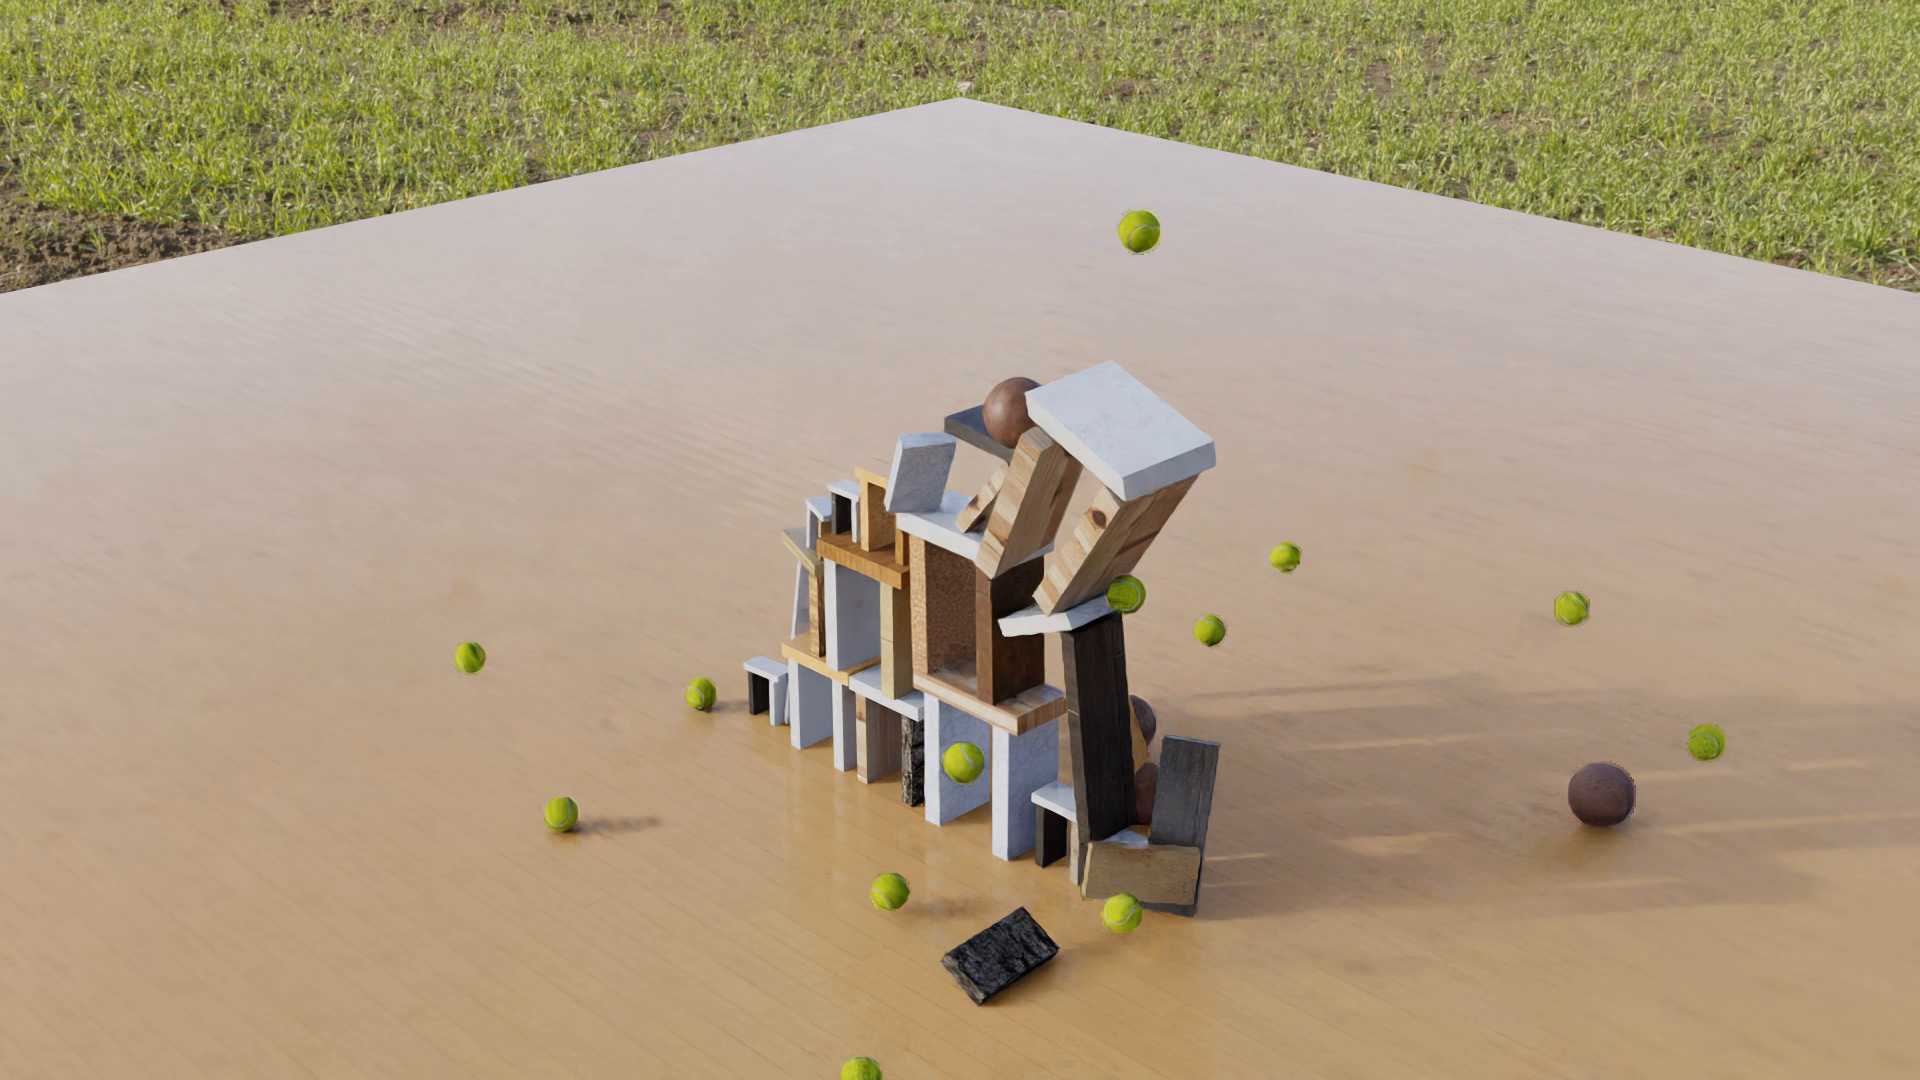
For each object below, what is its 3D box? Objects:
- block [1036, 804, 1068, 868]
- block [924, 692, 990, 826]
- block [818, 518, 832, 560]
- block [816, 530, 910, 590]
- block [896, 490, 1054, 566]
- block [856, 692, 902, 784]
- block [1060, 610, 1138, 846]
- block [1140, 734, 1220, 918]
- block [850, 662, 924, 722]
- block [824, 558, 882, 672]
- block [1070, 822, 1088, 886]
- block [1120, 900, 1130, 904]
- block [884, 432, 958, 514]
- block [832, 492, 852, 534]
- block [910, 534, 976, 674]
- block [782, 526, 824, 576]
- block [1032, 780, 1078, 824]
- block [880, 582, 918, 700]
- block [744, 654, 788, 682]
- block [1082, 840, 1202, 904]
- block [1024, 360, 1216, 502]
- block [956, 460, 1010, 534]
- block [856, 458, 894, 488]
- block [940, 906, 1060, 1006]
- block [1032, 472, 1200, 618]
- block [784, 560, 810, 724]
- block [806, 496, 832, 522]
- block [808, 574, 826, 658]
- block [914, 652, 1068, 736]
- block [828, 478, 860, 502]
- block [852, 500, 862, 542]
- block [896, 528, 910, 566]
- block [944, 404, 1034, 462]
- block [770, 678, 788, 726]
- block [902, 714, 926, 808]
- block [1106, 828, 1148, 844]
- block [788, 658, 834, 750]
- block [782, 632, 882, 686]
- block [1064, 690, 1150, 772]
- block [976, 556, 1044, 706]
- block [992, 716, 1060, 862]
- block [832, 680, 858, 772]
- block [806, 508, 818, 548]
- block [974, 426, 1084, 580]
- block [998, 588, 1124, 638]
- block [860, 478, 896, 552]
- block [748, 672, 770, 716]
[{"bbox_3d":[0.178,0.562,4.264,0.019,0.135,0.067,21,31,41],"label":"block"},{"bbox_3d":[-0.005,0.417,4.413,0.041,0.286,0.143,21,31,41],"label":"block"},{"bbox_3d":[-0.267,-0.004,4.513,0.046,0.092,0.013,-10,28,-24],"label":"block"},{"bbox_3d":[-0.159,0.030,4.408,0.247,0.035,0.123,21,31,40],"label":"block"},{"bbox_3d":[0.028,-0.020,4.184,0.143,0.041,0.286,-20,30,-39],"label":"block"},{"bbox_3d":[-0.167,0.395,4.569,0.102,0.203,0.029,-21,31,-41],"label":"block"},{"bbox_3d":[0.258,0.348,4.056,0.120,0.445,0.034,-23,30,-33],"label":"block"},{"bbox_3d":[0.408,0.532,4.092,0.103,0.326,0.029,9,6,12],"label":"block"},{"bbox_3d":[-0.120,0.307,4.479,0.102,0.029,0.203,-21,31,-41],"label":"block"},{"bbox_3d":[-0.219,0.137,4.518,0.123,0.247,0.035,-21,31,-40],"label":"block"},{"bbox_3d":[0.241,0.587,4.205,0.019,0.135,0.067,21,31,41],"label":"block"},{"bbox_3d":[0.320,0.626,4.147,0.015,0.106,0.053,9,24,37],"label":"block"},{"bbox_3d":[-0.075,-0.127,4.142,0.104,0.208,0.029,-7,57,-16],"label":"block"},{"bbox_3d":[-0.239,-0.060,4.460,0.045,0.091,0.013,-21,31,-41],"label":"block"},{"bbox_3d":[-0.032,0.104,4.312,0.041,0.286,0.143,19,29,40],"label":"block"},{"bbox_3d":[-0.296,0.020,4.595,0.091,0.026,0.183,-10,28,-24],"label":"block"},{"bbox_3d":[0.210,0.503,4.205,0.135,0.019,0.068,21,31,41],"label":"block"},{"bbox_3d":[-0.102,0.184,4.411,0.123,0.251,0.035,-21,31,-41],"label":"block"},{"bbox_3d":[-0.417,0.282,4.808,0.105,0.015,0.053,18,29,37],"label":"block"},{"bbox_3d":[0.333,0.611,4.041,0.205,0.103,0.029,5,14,-9],"label":"block"},{"bbox_3d":[0.265,-0.187,3.684,0.171,0.048,0.342,-22,35,-17],"label":"block"},{"bbox_3d":[0.082,-0.092,4.075,0.104,0.208,0.029,-20,70,-38],"label":"block"},{"bbox_3d":[-0.127,-0.124,4.315,0.075,0.021,0.150,-21,31,-40],"label":"block"},{"bbox_3d":[0.073,0.740,3.919,0.205,0.029,0.103,-23,62,-43],"label":"block"},{"bbox_3d":[0.265,-0.006,3.799,0.171,0.395,0.048,-22,70,-27],"label":"block"},{"bbox_3d":[-0.316,0.200,4.743,0.091,0.419,0.026,0,20,-18],"label":"block"},{"bbox_3d":[-0.278,-0.064,4.515,0.046,0.013,0.092,-10,28,-24],"label":"block"},{"bbox_3d":[-0.270,0.145,4.581,0.091,0.183,0.026,-21,31,-41],"label":"block"},{"bbox_3d":[0.059,0.293,4.286,0.143,0.041,0.286,-21,31,-40],"label":"block"},{"bbox_3d":[-0.218,-0.100,4.420,0.091,0.013,0.045,21,31,40],"label":"block"},{"bbox_3d":[-0.196,-0.044,4.421,0.045,0.091,0.013,-21,31,-41],"label":"block"},{"bbox_3d":[-0.092,-0.031,4.316,0.075,0.150,0.021,-21,31,-40],"label":"block"},{"bbox_3d":[0.081,-0.191,4.032,0.104,0.029,0.208,-21,35,-40],"label":"block"},{"bbox_3d":[-0.391,0.349,4.804,0.053,0.105,0.015,-21,32,-41],"label":"block"},{"bbox_3d":[-0.071,0.433,4.480,0.029,0.203,0.102,21,31,41],"label":"block"},{"bbox_3d":[0.301,0.562,4.142,0.106,0.015,0.053,19,29,40],"label":"block"},{"bbox_3d":[-0.315,0.335,4.707,0.029,0.207,0.103,21,31,41],"label":"block"},{"bbox_3d":[-0.267,0.245,4.616,0.207,0.029,0.103,21,31,41],"label":"block"},{"bbox_3d":[0.278,0.349,4.143,0.034,0.239,0.120,12,43,44],"label":"block"},{"bbox_3d":[0.096,0.158,4.185,0.143,0.286,0.041,-21,29,-40],"label":"block"},{"bbox_3d":[0.128,0.470,4.288,0.041,0.286,0.143,21,31,40],"label":"block"},{"bbox_3d":[-0.218,0.373,4.617,0.104,0.207,0.029,-21,31,-41],"label":"block"},{"bbox_3d":[-0.294,-0.029,4.562,0.046,0.092,0.013,-10,28,-24],"label":"block"},{"bbox_3d":[0.139,-0.090,3.920,0.048,0.342,0.171,43,51,20],"label":"block"},{"bbox_3d":[0.183,0.135,4.037,0.120,0.034,0.239,-23,6,-29],"label":"block"},{"bbox_3d":[-0.163,-0.059,4.381,0.021,0.150,0.075,22,31,41],"label":"block"},{"bbox_3d":[-0.441,0.329,4.850,0.053,0.105,0.015,-21,30,-41],"label":"block"}]
